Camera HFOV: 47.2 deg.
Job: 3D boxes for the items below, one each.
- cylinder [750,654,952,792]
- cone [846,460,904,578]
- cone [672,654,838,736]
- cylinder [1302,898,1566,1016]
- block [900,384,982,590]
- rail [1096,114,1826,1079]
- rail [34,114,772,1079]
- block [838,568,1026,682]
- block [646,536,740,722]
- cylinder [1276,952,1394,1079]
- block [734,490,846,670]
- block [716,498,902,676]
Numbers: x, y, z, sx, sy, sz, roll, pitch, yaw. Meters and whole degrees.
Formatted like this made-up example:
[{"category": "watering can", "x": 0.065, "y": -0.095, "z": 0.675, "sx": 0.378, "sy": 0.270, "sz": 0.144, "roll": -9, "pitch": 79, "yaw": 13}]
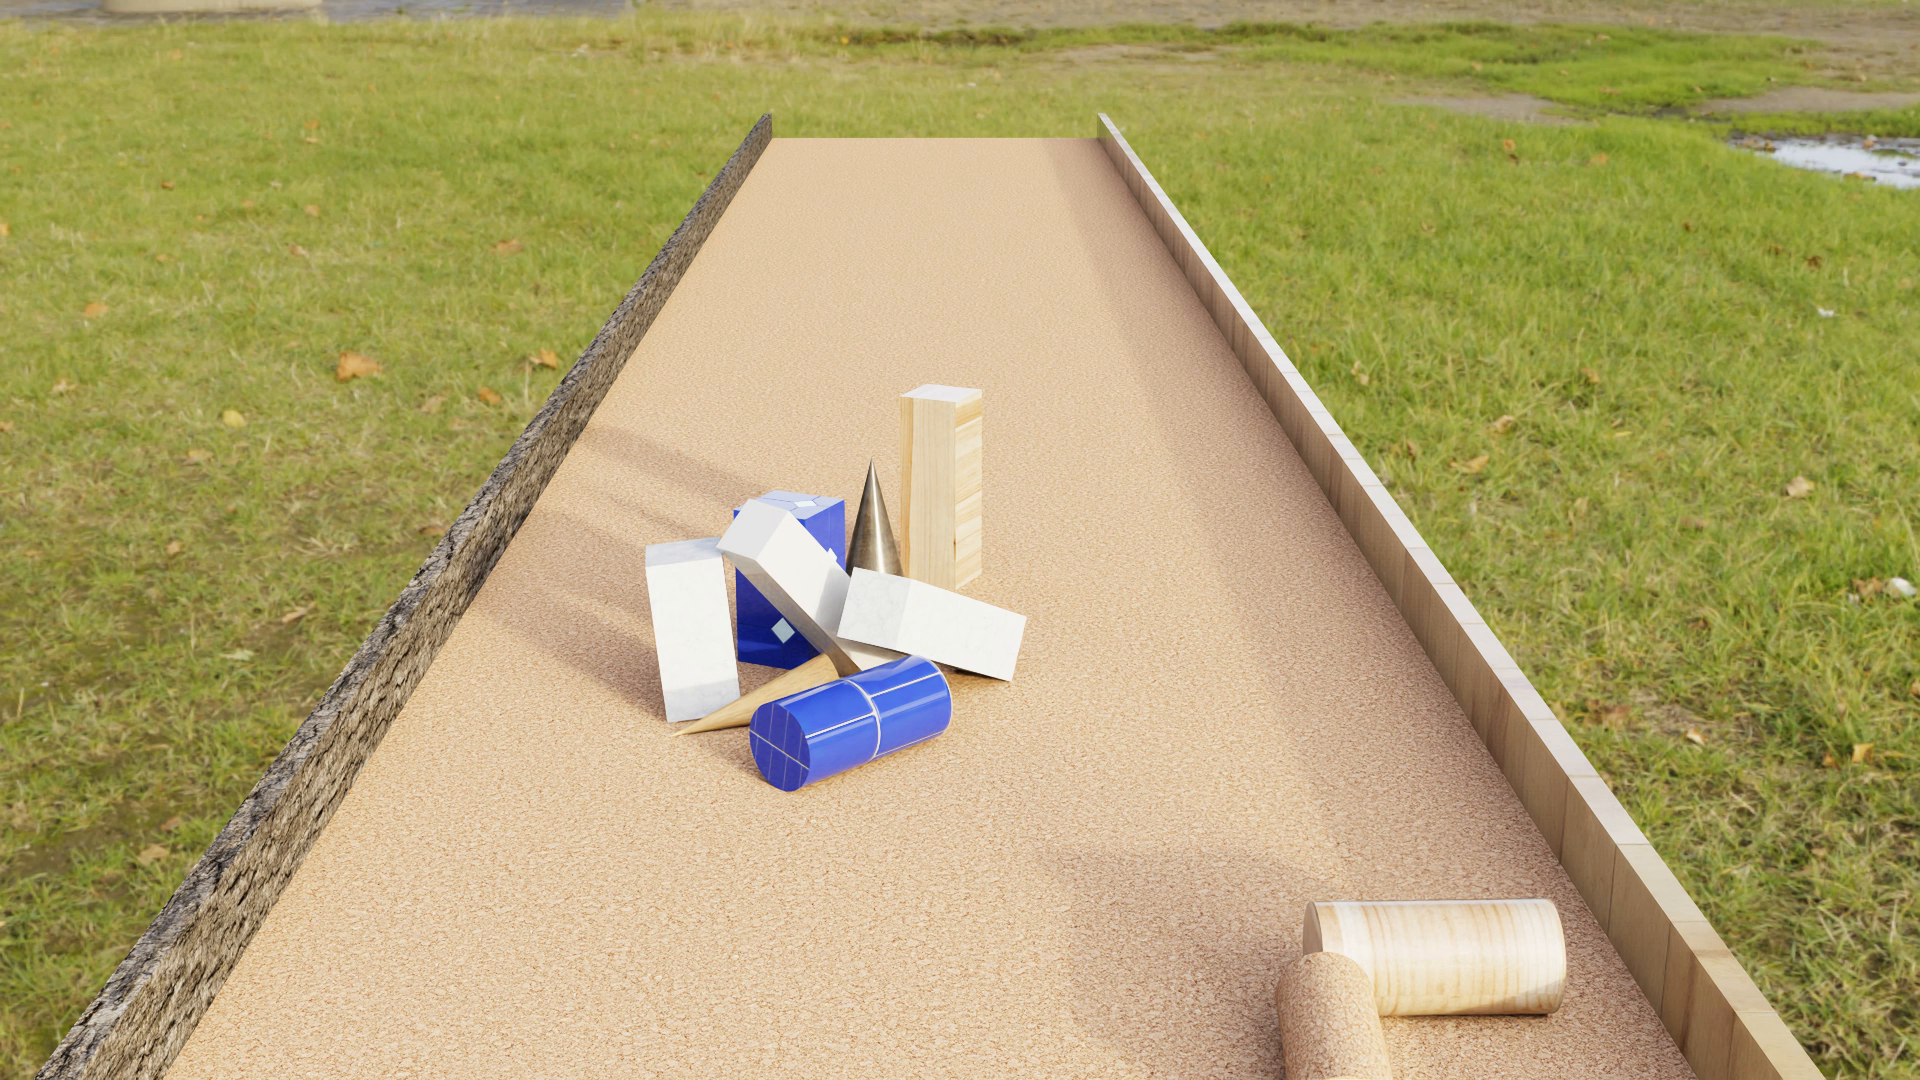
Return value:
[{"category": "cylinder", "x": -0.189, "y": 0.319, "z": 3.877, "sx": 0.158, "sy": 0.158, "sz": 0.342, "roll": 16, "pitch": 23, "yaw": 42}, {"category": "cone", "x": -0.183, "y": -0.004, "z": 4.617, "sx": 0.179, "sy": 0.356, "sz": 0.179, "roll": 0, "pitch": 17, "yaw": 0}, {"category": "cone", "x": -0.388, "y": 0.313, "z": 4.074, "sx": 0.327, "sy": 0.114, "sz": 0.114, "roll": -18, "pitch": 22, "yaw": -20}, {"category": "cylinder", "x": 0.648, "y": 0.573, "z": 3.024, "sx": 0.326, "sy": 0.157, "sz": 0.157, "roll": 0, "pitch": 17, "yaw": -2}, {"category": "block", "x": -0.042, "y": -0.119, "z": 4.879, "sx": 0.135, "sy": 0.425, "sz": 0.135, "roll": 8, "pitch": 18, "yaw": 24}, {"category": "rail", "x": 0.932, "y": -0.844, "z": 7.801, "sx": 0.050, "sy": 0.150, "sz": 12.000, "roll": 0, "pitch": 17, "yaw": -1}, {"category": "rail", "x": -1.118, "y": -0.838, "z": 7.780, "sx": 0.050, "sy": 0.150, "sz": 12.000, "roll": 0, "pitch": 17, "yaw": -1}, {"category": "block", "x": -0.047, "y": 0.163, "z": 4.156, "sx": 0.130, "sy": 0.130, "sz": 0.427, "roll": 11, "pitch": -5, "yaw": 32}, {"category": "block", "x": -0.498, "y": 0.166, "z": 4.113, "sx": 0.140, "sy": 0.305, "sz": 0.140, "roll": -7, "pitch": 17, "yaw": -6}, {"category": "cylinder", "x": 0.477, "y": 0.656, "z": 2.795, "sx": 0.129, "sy": 0.129, "sz": 0.320, "roll": 1, "pitch": 17, "yaw": 4}, {"category": "block", "x": -0.338, "y": 0.081, "z": 4.401, "sx": 0.161, "sy": 0.316, "sz": 0.161, "roll": 8, "pitch": 18, "yaw": 24}, {"category": "block", "x": -0.272, "y": 0.106, "z": 4.153, "sx": 0.110, "sy": 0.454, "sz": 0.110, "roll": 17, "pitch": 66, "yaw": 41}]
